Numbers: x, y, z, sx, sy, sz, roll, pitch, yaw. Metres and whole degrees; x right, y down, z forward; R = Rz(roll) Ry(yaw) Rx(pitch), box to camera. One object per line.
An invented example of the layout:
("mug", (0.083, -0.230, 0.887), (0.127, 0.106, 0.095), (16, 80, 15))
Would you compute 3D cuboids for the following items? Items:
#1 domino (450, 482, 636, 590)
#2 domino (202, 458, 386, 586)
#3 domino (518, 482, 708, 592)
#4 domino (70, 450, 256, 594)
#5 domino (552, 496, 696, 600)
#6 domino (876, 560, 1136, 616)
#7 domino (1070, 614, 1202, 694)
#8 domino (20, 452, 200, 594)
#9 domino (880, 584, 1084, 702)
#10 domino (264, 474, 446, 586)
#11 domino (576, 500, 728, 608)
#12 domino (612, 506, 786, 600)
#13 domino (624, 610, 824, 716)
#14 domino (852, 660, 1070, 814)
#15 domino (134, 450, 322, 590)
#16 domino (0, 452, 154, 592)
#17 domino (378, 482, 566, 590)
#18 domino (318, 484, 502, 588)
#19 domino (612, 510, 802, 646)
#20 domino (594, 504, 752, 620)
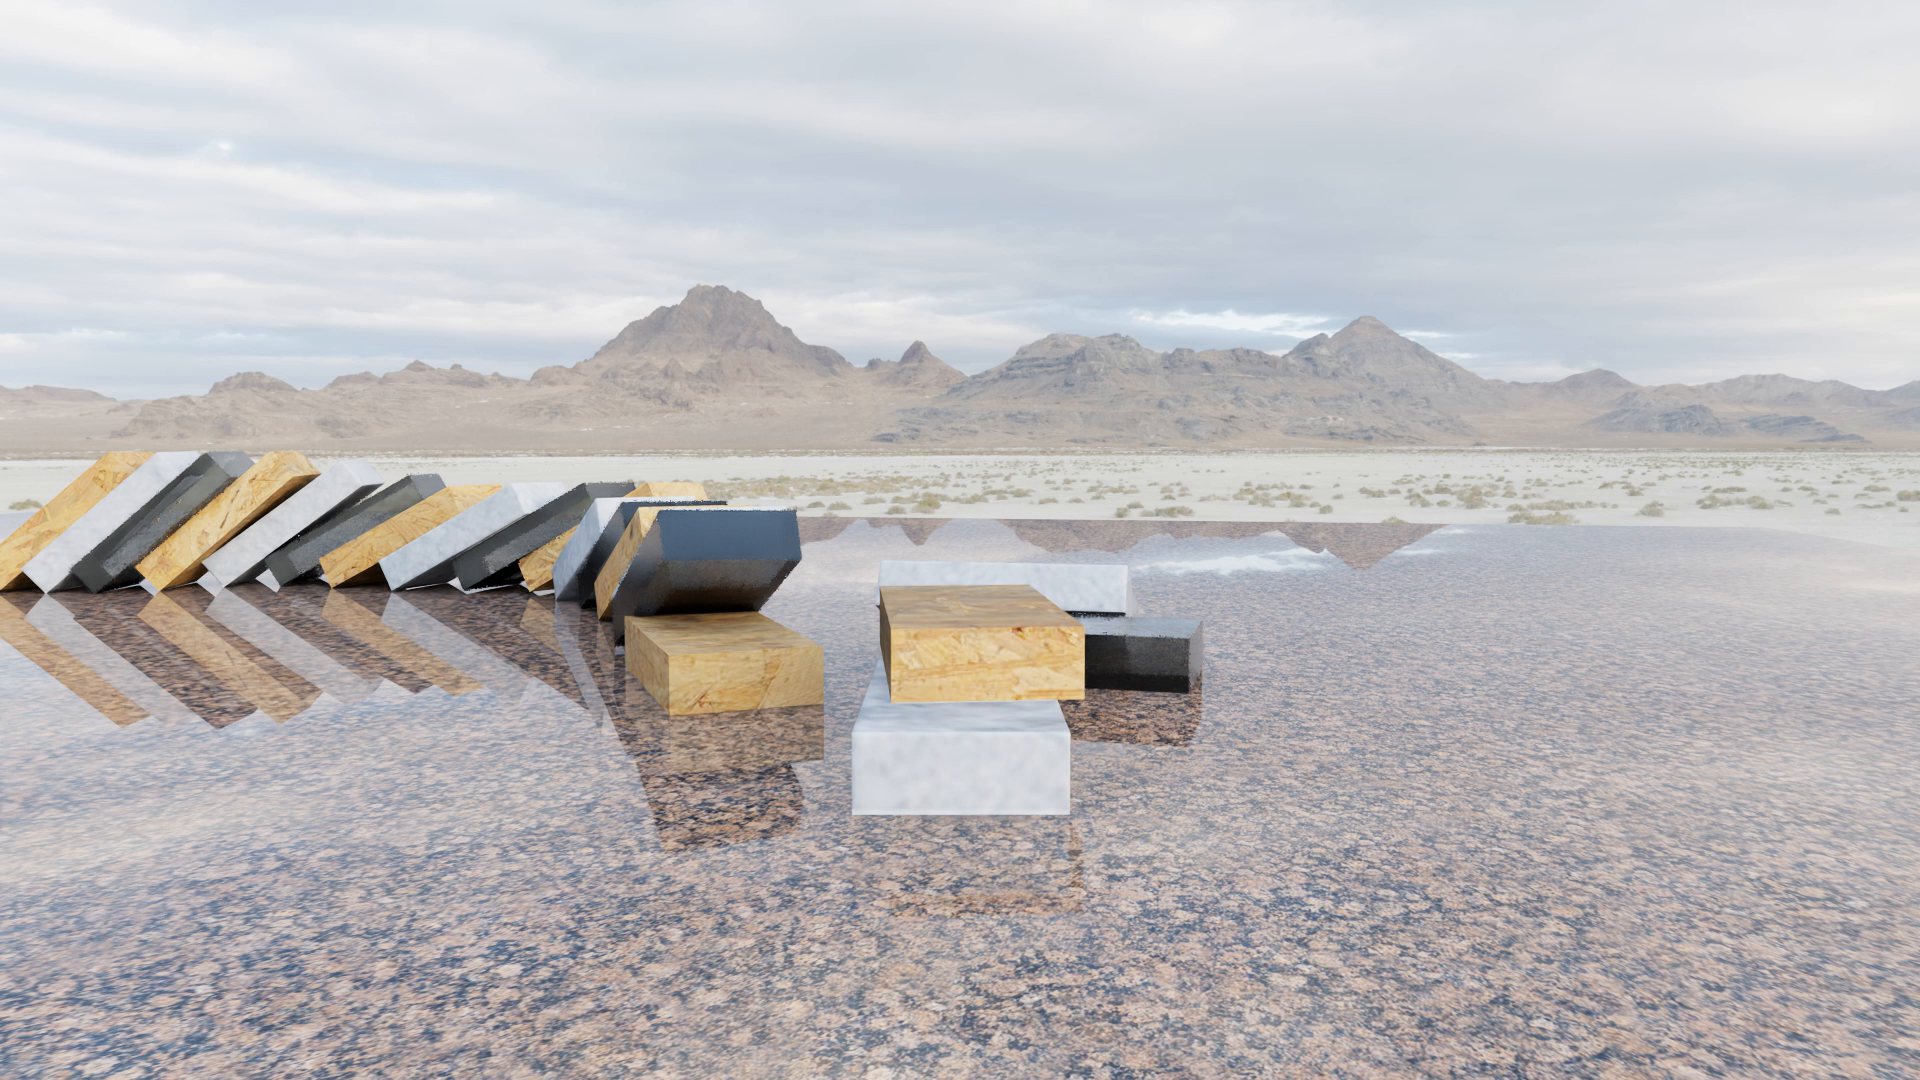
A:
("domino", (-0.119, -0.001, 0.372), (0.050, 0.009, 0.025), (-27, -6, 17))
("domino", (-0.204, -0.006, 0.394), (0.050, 0.009, 0.025), (-38, 9, -5))
("domino", (-0.098, -0.001, 0.364), (0.050, 0.009, 0.025), (-28, -9, 21))
("domino", (-0.232, -0.006, 0.377), (0.050, 0.009, 0.025), (-42, 8, -2))
("domino", (-0.089, 0.003, 0.337), (0.025, 0.009, 0.050), (-3, -19, -31))
("domino", (0.010, 0.013, 0.265), (0.050, 0.009, 0.025), (1, -20, 13))
("domino", (0.018, 0.020, 0.237), (0.050, 0.010, 0.025), (1, 4, 16))
("domino", (-0.247, -0.006, 0.378), (0.050, 0.009, 0.025), (-42, 8, -3))
("domino", (0.001, 0.014, 0.190), (0.025, 0.009, 0.050), (0, 4, -5))
("domino", (-0.185, -0.004, 0.396), (0.050, 0.010, 0.025), (-30, 5, 0))
("domino", (-0.076, 0.004, 0.317), (0.025, 0.009, 0.050), (-2, -20, -29))
("domino", (-0.056, 0.007, 0.274), (0.025, 0.009, 0.050), (-2, -20, -28))
("domino", (-0.043, 0.021, 0.229), (0.025, 0.009, 0.050), (-2, 5, -22))
("domino", (0.000, 0.025, 0.172), (0.025, 0.010, 0.050), (0, 4, 0))
("domino", (-0.218, -0.006, 0.384), (0.050, 0.009, 0.025), (-42, 9, -4))
("domino", (-0.261, -0.006, 0.379), (0.050, 0.009, 0.025), (-42, 8, -3))
("domino", (-0.141, -0.001, 0.375), (0.050, 0.009, 0.025), (-27, -4, 15))
("domino", (-0.163, -0.001, 0.385), (0.050, 0.009, 0.025), (-26, -3, 15))
("domino", (-0.051, 0.008, 0.250), (0.025, 0.010, 0.050), (0, -21, -25))
("domino", (-0.067, 0.006, 0.296), (0.025, 0.009, 0.050), (-2, -19, -28))
